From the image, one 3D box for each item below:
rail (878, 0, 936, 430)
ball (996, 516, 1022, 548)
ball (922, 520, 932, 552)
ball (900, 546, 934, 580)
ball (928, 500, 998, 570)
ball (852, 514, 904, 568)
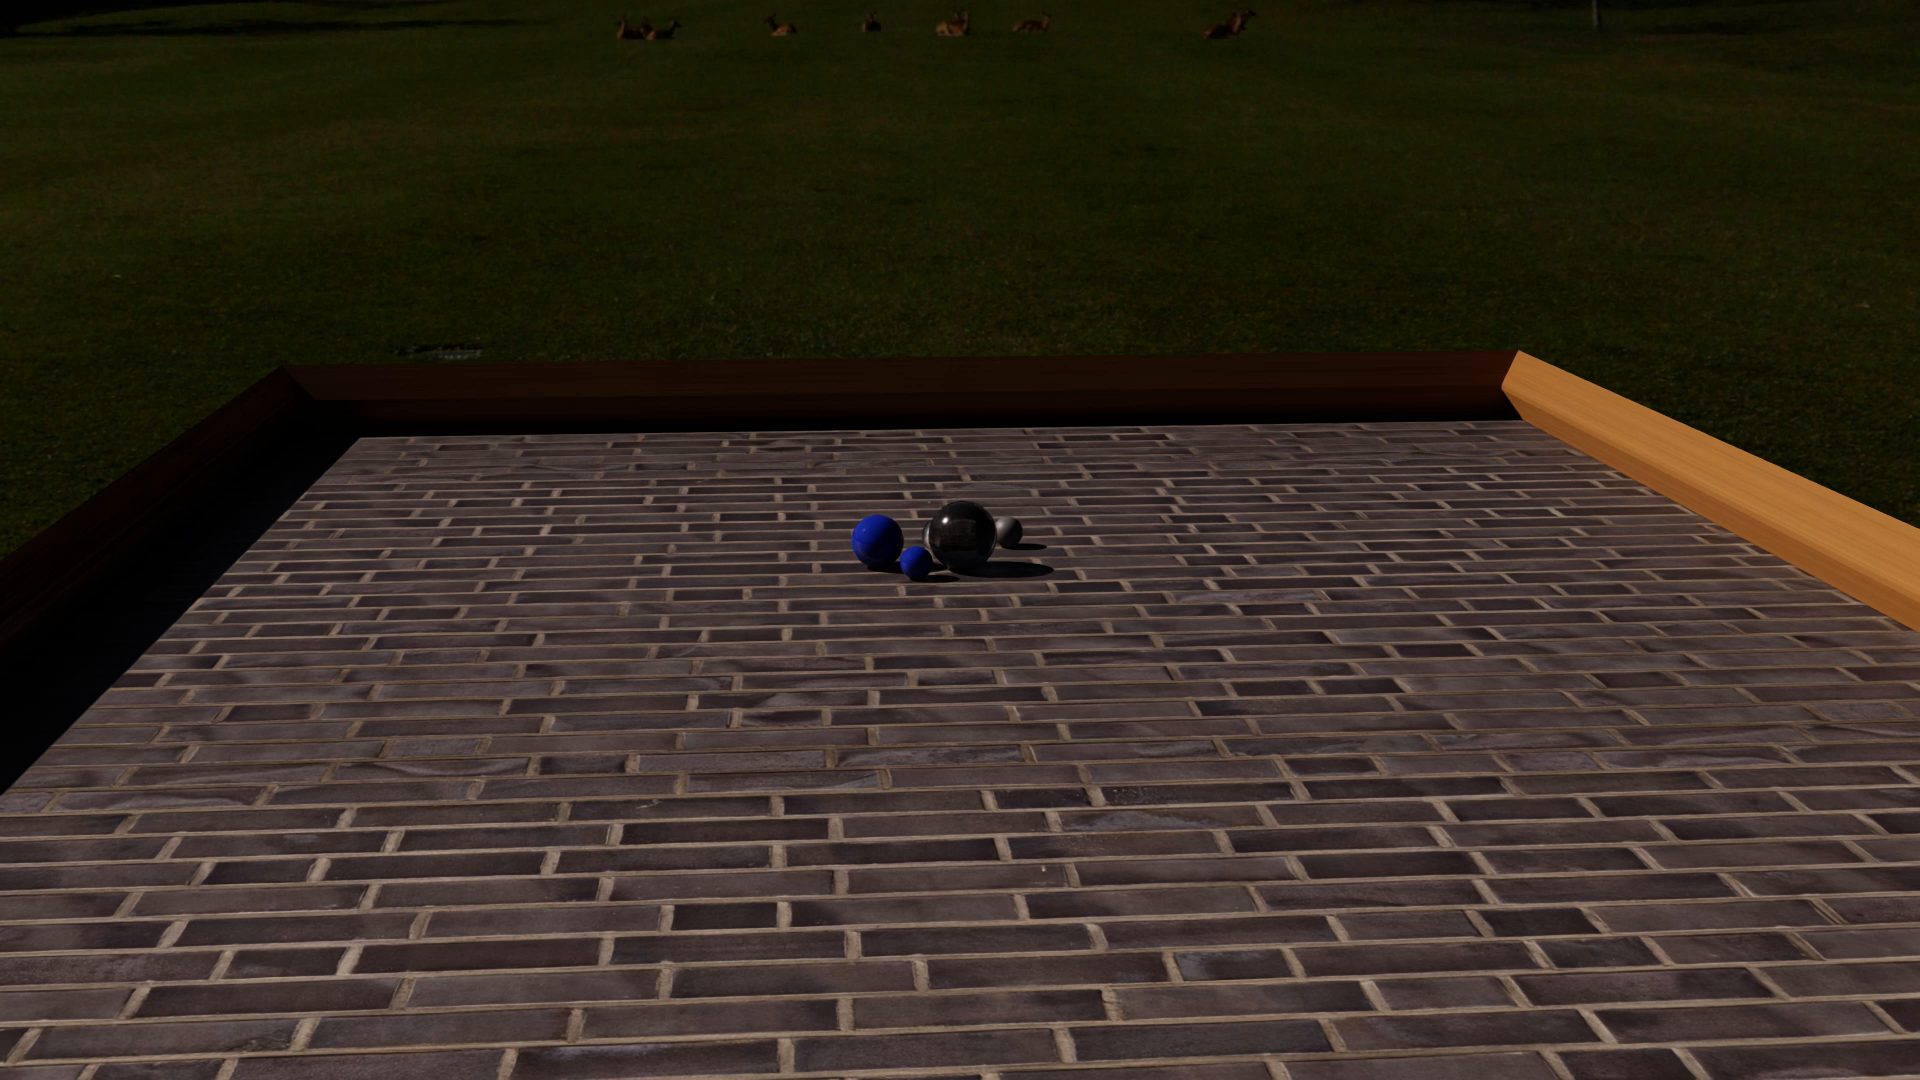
[{"bbox_3d":[-0.081,-0.276,4.092,0.124,2.312,0.045,4,-7,-39],"label":"rail"},{"bbox_3d":[0.068,-0.012,3.162,0.044,0.044,0.044,0,13,0],"label":"ball"},{"bbox_3d":[-0.029,-0.006,3.122,0.051,0.051,0.051,0,13,0],"label":"ball"},{"bbox_3d":[-0.059,0.031,2.980,0.045,0.045,0.045,0,13,0],"label":"ball"},{"bbox_3d":[0.004,-0.006,3.026,0.096,0.096,0.096,0,13,0],"label":"ball"},{"bbox_3d":[-0.114,0.002,3.040,0.074,0.074,0.074,0,13,0],"label":"ball"}]
